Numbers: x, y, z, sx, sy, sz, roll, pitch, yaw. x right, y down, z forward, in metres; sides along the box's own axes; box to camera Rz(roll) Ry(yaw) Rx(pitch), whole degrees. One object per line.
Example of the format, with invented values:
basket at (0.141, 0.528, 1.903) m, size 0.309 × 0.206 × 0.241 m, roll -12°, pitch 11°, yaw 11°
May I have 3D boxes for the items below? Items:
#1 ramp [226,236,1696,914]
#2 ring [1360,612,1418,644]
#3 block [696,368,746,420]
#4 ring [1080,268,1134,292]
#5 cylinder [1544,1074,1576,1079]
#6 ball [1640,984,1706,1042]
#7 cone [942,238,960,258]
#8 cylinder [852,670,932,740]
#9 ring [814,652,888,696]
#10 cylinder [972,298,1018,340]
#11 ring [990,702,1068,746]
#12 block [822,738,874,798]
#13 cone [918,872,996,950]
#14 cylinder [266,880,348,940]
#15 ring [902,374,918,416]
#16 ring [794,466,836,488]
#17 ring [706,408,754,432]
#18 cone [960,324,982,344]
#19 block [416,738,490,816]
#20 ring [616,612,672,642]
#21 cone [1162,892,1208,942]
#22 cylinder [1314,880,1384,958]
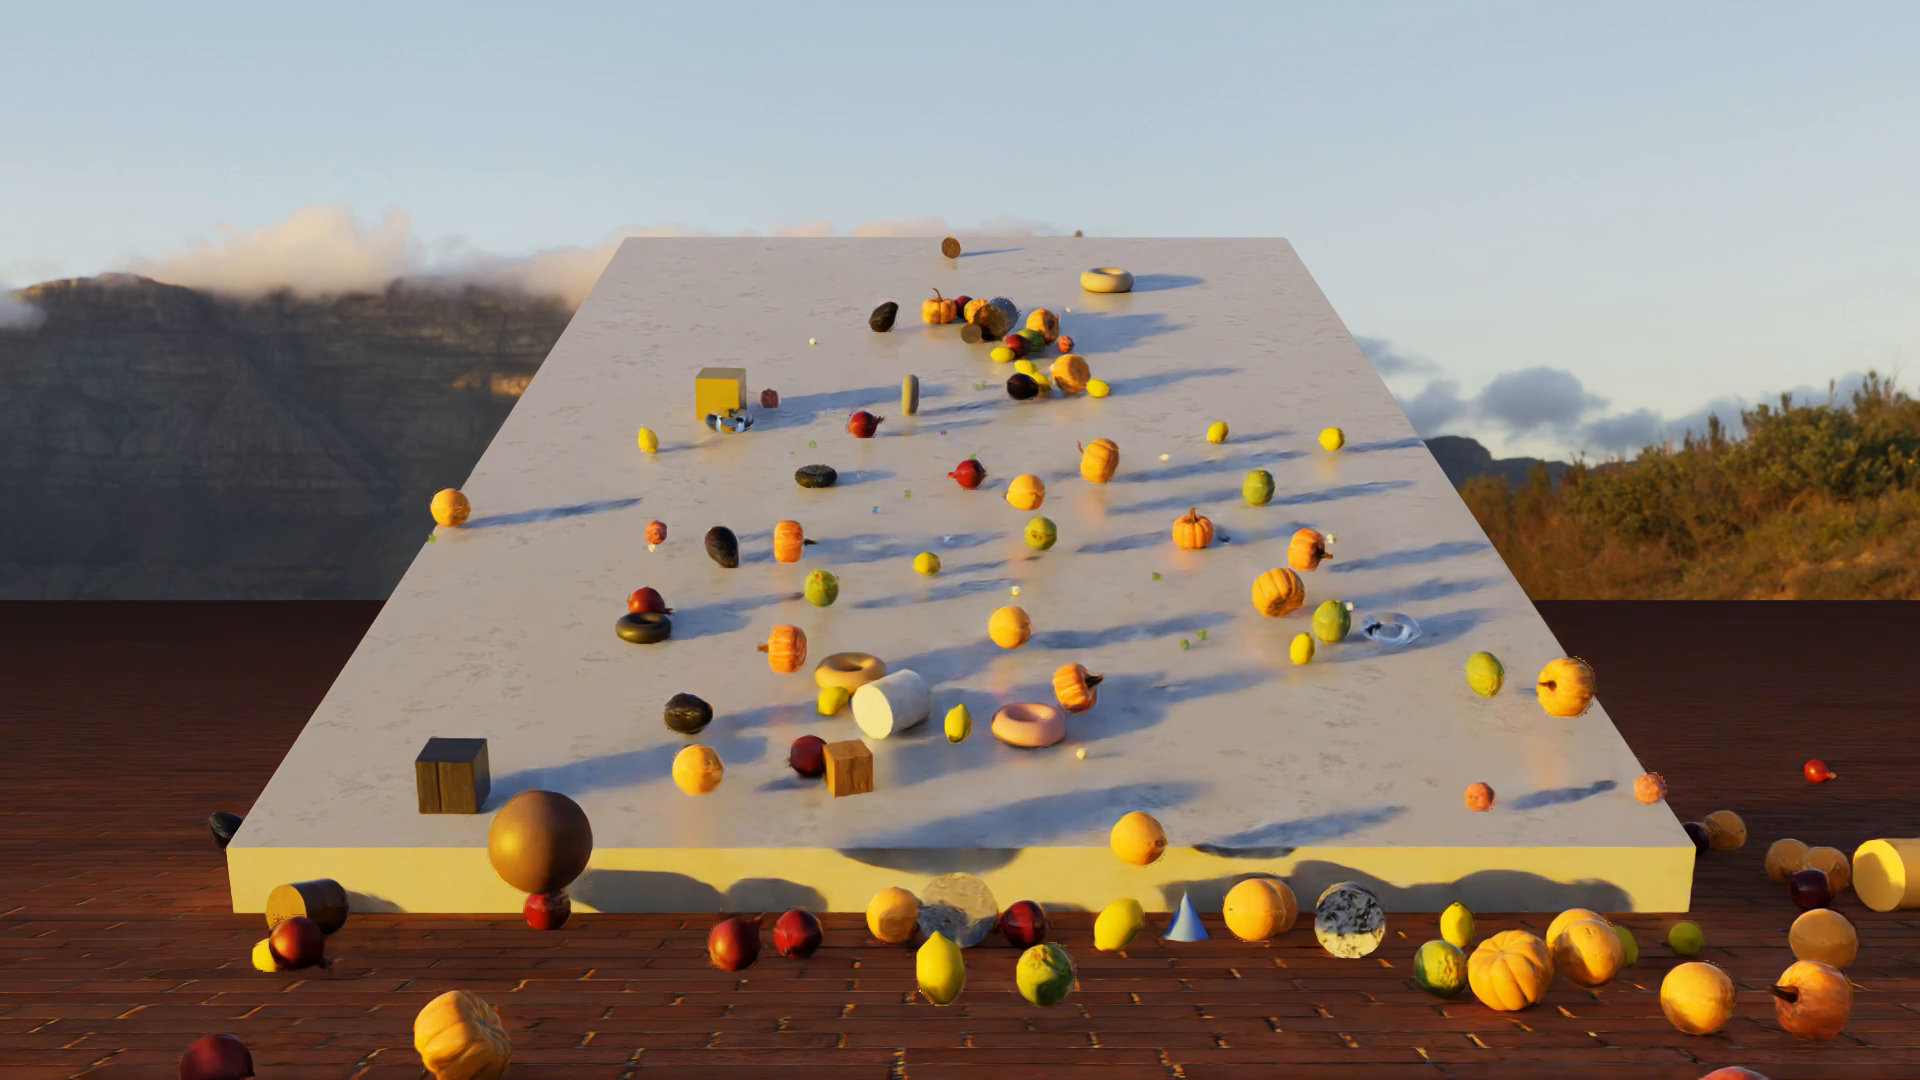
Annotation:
ramp at (-0.005, -0.202, 4.974) m, size 2.000 × 0.100 × 4.000 m, roll 0°, pitch 20°, yaw 0°
ring at (0.721, 0.147, 3.793) m, size 0.097 × 0.032 × 0.097 m, roll 1°, pitch 19°, yaw 0°
block at (-0.531, -0.325, 5.025) m, size 0.096 × 0.096 × 0.096 m, roll 2°, pitch 20°, yaw 5°
ring at (0.404, -0.713, 6.196) m, size 0.148 × 0.049 × 0.148 m, roll 1°, pitch 18°, yaw 0°
cylinder at (0.469, 0.443, 1.688) m, size 0.070 × 0.070 × 0.070 m, roll 22°, pitch -12°, yaw -27°
ball at (0.703, 0.469, 2.228) m, size 0.061 × 0.061 × 0.061 m, roll 0°, pitch -1°, yaw 0°
cone at (-0.039, -0.844, 6.595) m, size 0.062 × 0.062 × 0.062 m, roll 1°, pitch -9°, yaw -25°
cylinder at (-0.103, 0.248, 3.424) m, size 0.085 × 0.085 × 0.085 m, roll -1°, pitch 13°, yaw 45°
ring at (-0.173, 0.213, 3.594) m, size 0.116 × 0.039 × 0.116 m, roll -1°, pitch 21°, yaw 0°
cylinder at (0.089, -0.556, 5.687) m, size 0.091 × 0.091 × 0.091 m, roll 0°, pitch 18°, yaw 19°
ring at (0.104, 0.278, 3.412) m, size 0.116 × 0.039 × 0.116 m, roll 1°, pitch 19°, yaw 0°
block at (-0.161, 0.327, 3.243) m, size 0.058 × 0.058 × 0.058 m, roll -7°, pitch 21°, yaw -20°
cone at (0.001, 0.484, 2.855) m, size 0.099 × 0.099 × 0.099 m, roll 0°, pitch -28°, yaw 8°
cylinder at (-0.834, 0.472, 2.885) m, size 0.071 × 0.071 × 0.071 m, roll -1°, pitch -3°, yaw 31°
ring at (-0.110, -0.322, 5.016) m, size 0.031 × 0.092 × 0.092 m, roll 3°, pitch -1°, yaw 4°
ring at (-0.292, -0.129, 4.573) m, size 0.086 × 0.029 × 0.086 m, roll 0°, pitch 21°, yaw 0°
ring at (-0.504, -0.262, 4.937) m, size 0.106 × 0.035 × 0.106 m, roll 3°, pitch 21°, yaw -1°
cone at (0.029, -0.512, 5.664) m, size 0.053 × 0.053 × 0.053 m, roll 0°, pitch -7°, yaw 2°
block at (-0.715, 0.333, 3.189) m, size 0.081 × 0.081 × 0.081 m, roll 1°, pitch 20°, yaw 3°
ring at (-0.532, 0.146, 3.792) m, size 0.094 × 0.031 × 0.094 m, roll 1°, pitch 19°, yaw 0°
cone at (0.288, 0.477, 2.880) m, size 0.060 × 0.060 × 0.060 m, roll 0°, pitch -1°, yaw 0°
cylinder at (0.475, 0.463, 2.756) m, size 0.083 × 0.083 × 0.083 m, roll 0°, pitch -1°, yaw 10°
